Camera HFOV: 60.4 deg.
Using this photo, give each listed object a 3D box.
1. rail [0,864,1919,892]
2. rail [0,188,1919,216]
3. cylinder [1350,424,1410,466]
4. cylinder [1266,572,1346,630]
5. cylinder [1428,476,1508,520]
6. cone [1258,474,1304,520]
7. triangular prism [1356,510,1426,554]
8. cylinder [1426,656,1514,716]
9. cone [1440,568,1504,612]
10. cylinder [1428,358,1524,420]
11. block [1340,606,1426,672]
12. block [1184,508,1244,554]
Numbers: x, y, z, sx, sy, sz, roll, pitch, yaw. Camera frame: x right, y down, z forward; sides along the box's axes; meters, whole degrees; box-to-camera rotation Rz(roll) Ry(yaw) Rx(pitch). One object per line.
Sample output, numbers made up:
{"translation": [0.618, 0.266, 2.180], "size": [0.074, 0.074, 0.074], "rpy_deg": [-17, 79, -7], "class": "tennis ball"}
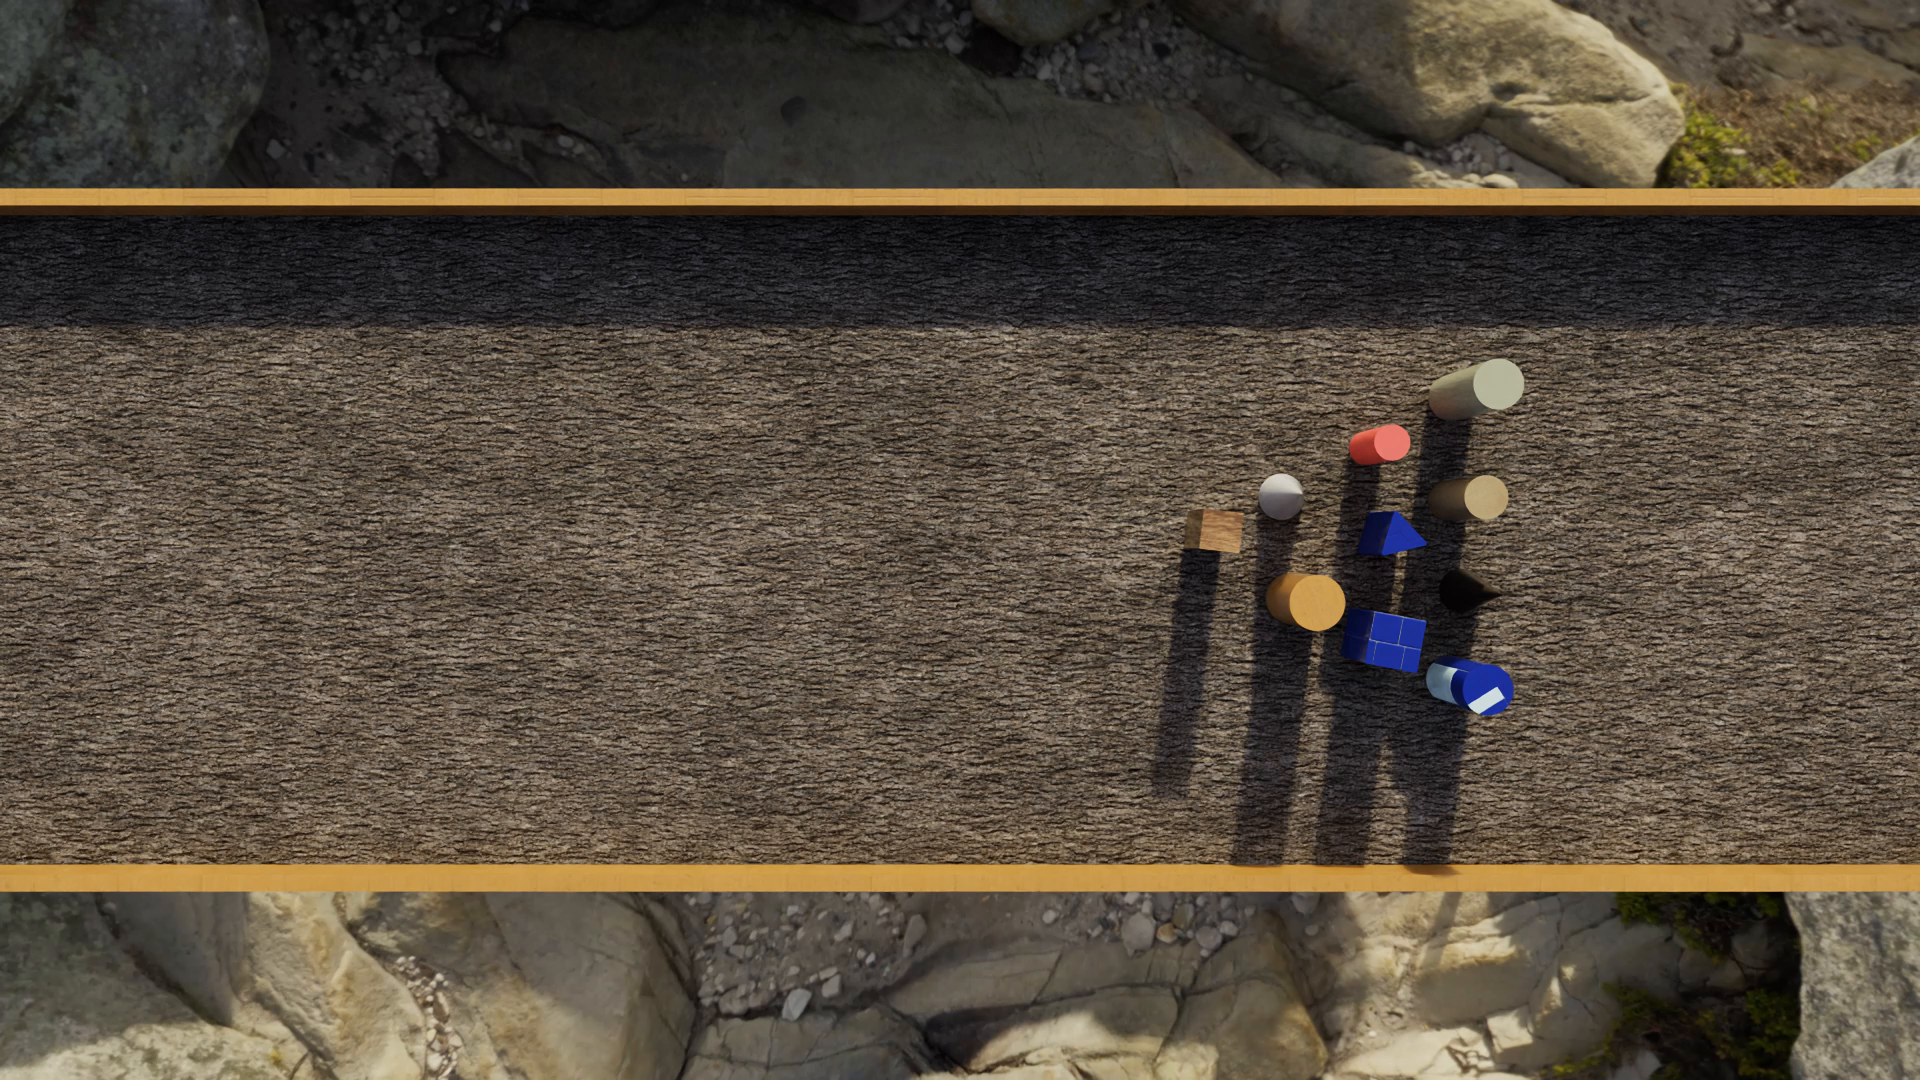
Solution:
{"translation": [-2.247, 1.025, 5.001], "size": [12.000, 0.150, 0.050], "rpy_deg": [0, 90, 0], "class": "rail"}
{"translation": [-2.247, -1.025, 5.002], "size": [12.000, 0.150, 0.050], "rpy_deg": [0, 90, 0], "class": "rail"}
{"translation": [1.250, -0.282, 4.923], "size": [0.104, 0.308, 0.104], "rpy_deg": [0, 90, 0], "class": "cylinder"}
{"translation": [1.021, 0.180, 4.894], "size": [0.160, 0.365, 0.160], "rpy_deg": [0, 90, 0], "class": "cylinder"}
{"translation": [1.503, -0.122, 4.892], "size": [0.126, 0.369, 0.126], "rpy_deg": [0, 90, 0], "class": "cylinder"}
{"translation": [0.990, -0.133, 4.920], "size": [0.143, 0.313, 0.143], "rpy_deg": [0, 90, 0], "class": "cone"}
{"translation": [1.272, -0.029, 4.922], "size": [0.132, 0.309, 0.114], "rpy_deg": [-13, 90, 0], "class": "triangular prism"}
{"translation": [1.506, 0.428, 4.890], "size": [0.145, 0.372, 0.145], "rpy_deg": [0, 90, 0], "class": "cylinder"}
{"translation": [1.542, 0.156, 4.876], "size": [0.136, 0.401, 0.136], "rpy_deg": [0, 90, 0], "class": "cone"}
{"translation": [1.512, -0.438, 4.853], "size": [0.143, 0.447, 0.143], "rpy_deg": [0, 90, 0], "class": "cylinder"}
{"translation": [1.259, 0.295, 4.922], "size": [0.154, 0.309, 0.154], "rpy_deg": [11, 90, 0], "class": "block"}
{"translation": [0.752, -0.026, 4.910], "size": [0.116, 0.334, 0.116], "rpy_deg": [7, 90, 0], "class": "block"}
